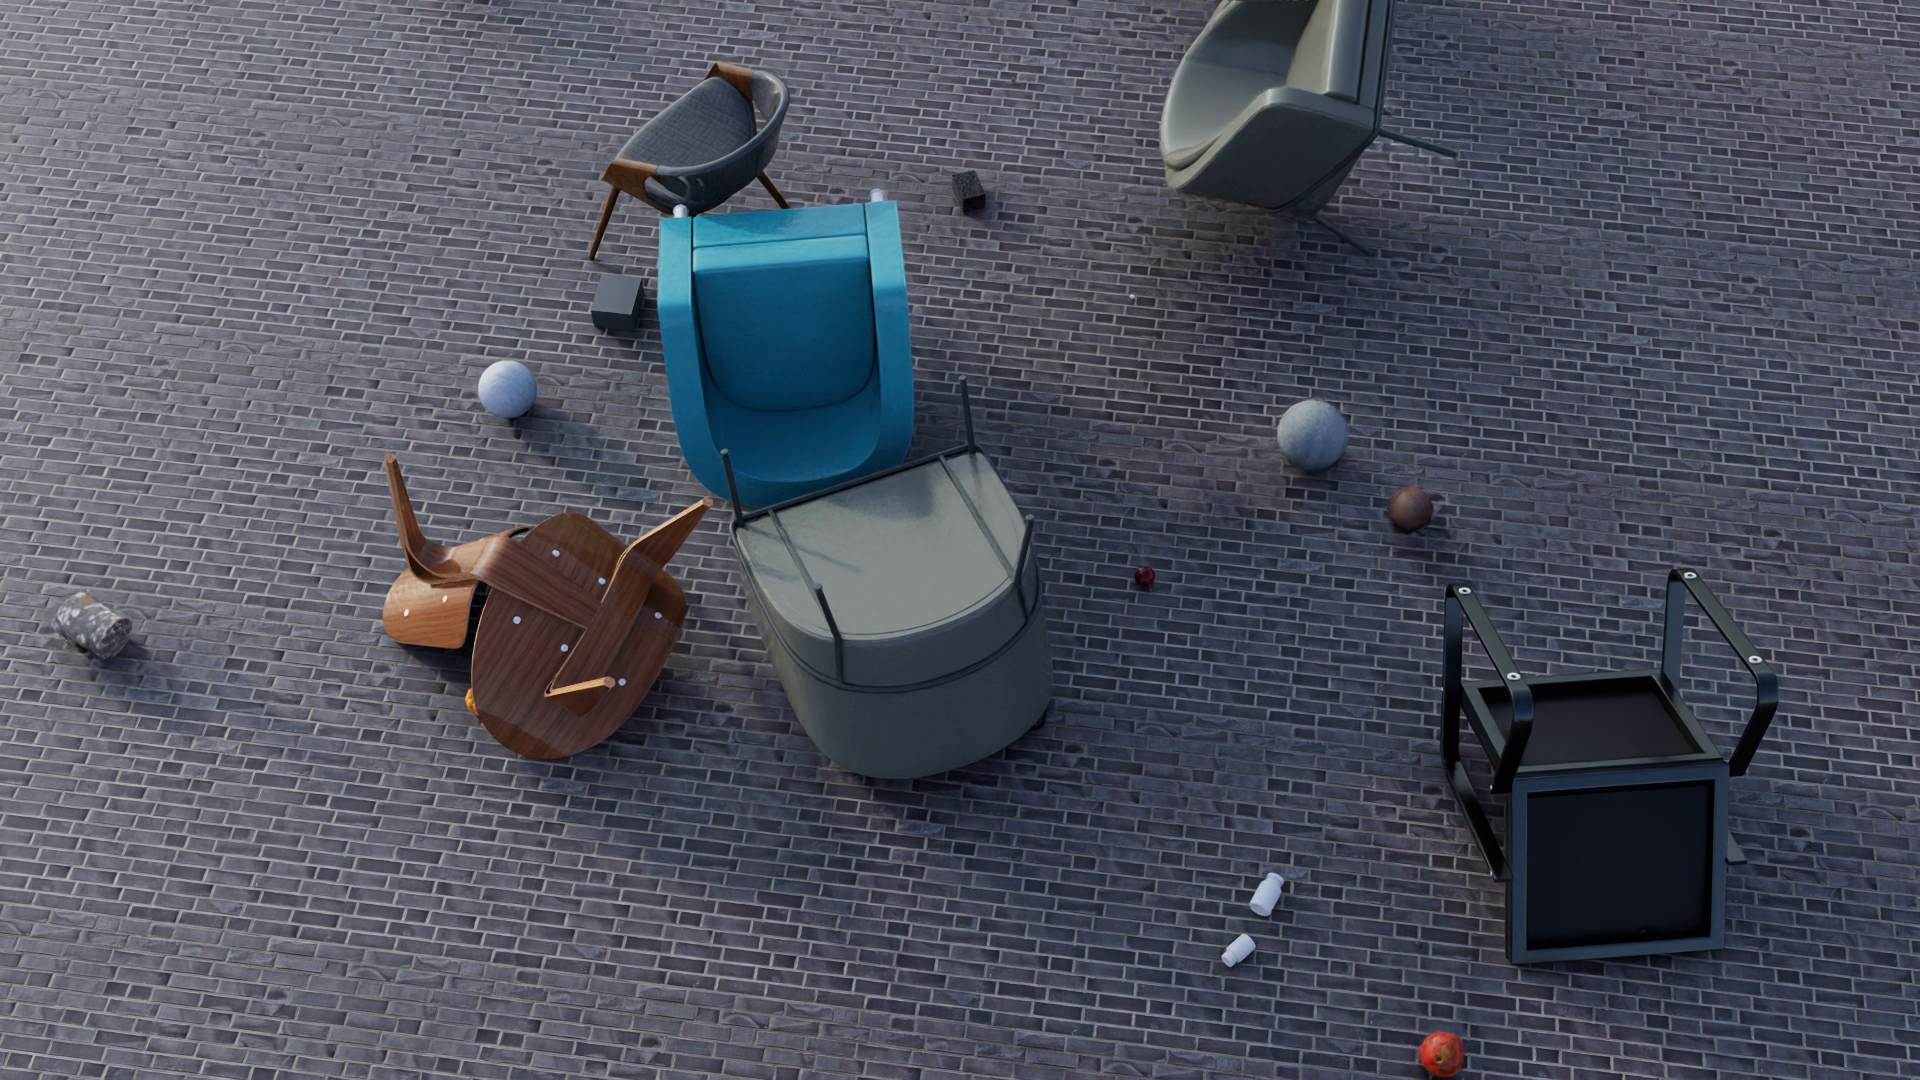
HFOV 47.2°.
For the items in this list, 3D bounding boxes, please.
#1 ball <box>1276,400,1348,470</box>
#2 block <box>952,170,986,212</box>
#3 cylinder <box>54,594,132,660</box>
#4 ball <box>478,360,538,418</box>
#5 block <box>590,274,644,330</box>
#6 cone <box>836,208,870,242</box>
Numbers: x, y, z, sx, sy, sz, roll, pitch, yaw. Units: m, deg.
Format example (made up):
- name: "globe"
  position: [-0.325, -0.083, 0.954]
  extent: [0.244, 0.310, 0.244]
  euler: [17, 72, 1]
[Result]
- name: "ball"
  position: [1.066, -0.317, 6.658]
  extent: [0.213, 0.213, 0.213]
  euler: [0, 56, 0]
- name: "block"
  position: [0.029, -1.160, 7.314]
  extent: [0.079, 0.064, 0.115]
  euler: [-15, 57, -10]
- name: "cylinder"
  position: [-2.500, 0.249, 6.338]
  extent: [0.172, 0.113, 0.134]
  euler: [26, 74, 16]
- name: "ball"
  position: [-1.394, -0.464, 6.778]
  extent: [0.179, 0.179, 0.179]
  euler: [0, 56, 0]
- name: "block"
  position: [-1.095, -0.762, 7.038]
  extent: [0.131, 0.078, 0.154]
  euler: [6, 56, 4]
- name: "cone"
  position: [-0.373, -1.006, 7.223]
  extent: [0.095, 0.094, 0.162]
  euler: [-38, 56, 7]
